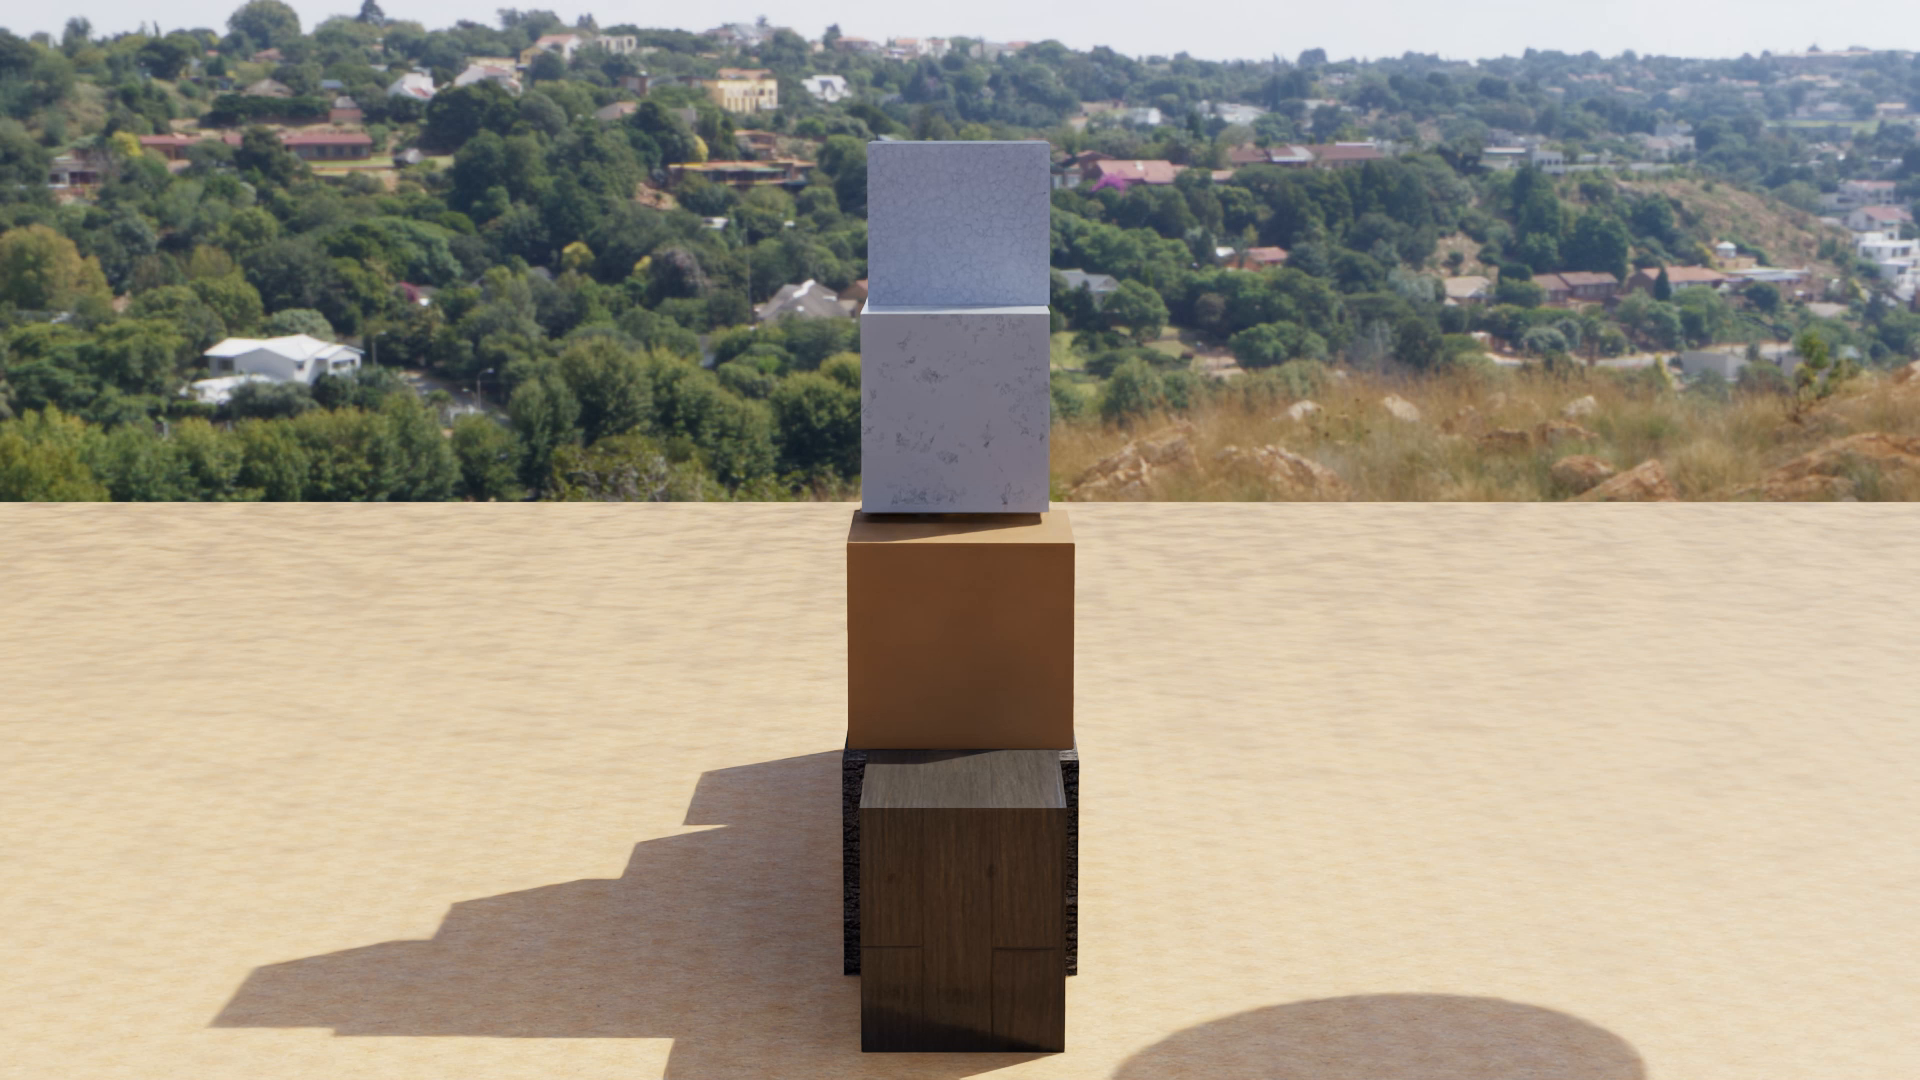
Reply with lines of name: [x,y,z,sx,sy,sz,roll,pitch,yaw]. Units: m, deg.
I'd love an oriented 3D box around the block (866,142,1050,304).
block: [-0.005,-1.360,10.956,0.756,0.664,0.671,0,9,0]

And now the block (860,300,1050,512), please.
block: [-0.019,-0.580,10.757,0.760,0.806,0.847,0,10,0]

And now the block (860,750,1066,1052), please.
block: [0.012,1.338,9.635,0.740,0.921,0.802,0,10,0]

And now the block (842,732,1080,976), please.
block: [0.003,1.200,10.522,0.921,0.875,0.973,0,10,0]

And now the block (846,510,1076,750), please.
block: [0.003,0.349,10.438,0.889,0.828,0.775,0,10,0]
